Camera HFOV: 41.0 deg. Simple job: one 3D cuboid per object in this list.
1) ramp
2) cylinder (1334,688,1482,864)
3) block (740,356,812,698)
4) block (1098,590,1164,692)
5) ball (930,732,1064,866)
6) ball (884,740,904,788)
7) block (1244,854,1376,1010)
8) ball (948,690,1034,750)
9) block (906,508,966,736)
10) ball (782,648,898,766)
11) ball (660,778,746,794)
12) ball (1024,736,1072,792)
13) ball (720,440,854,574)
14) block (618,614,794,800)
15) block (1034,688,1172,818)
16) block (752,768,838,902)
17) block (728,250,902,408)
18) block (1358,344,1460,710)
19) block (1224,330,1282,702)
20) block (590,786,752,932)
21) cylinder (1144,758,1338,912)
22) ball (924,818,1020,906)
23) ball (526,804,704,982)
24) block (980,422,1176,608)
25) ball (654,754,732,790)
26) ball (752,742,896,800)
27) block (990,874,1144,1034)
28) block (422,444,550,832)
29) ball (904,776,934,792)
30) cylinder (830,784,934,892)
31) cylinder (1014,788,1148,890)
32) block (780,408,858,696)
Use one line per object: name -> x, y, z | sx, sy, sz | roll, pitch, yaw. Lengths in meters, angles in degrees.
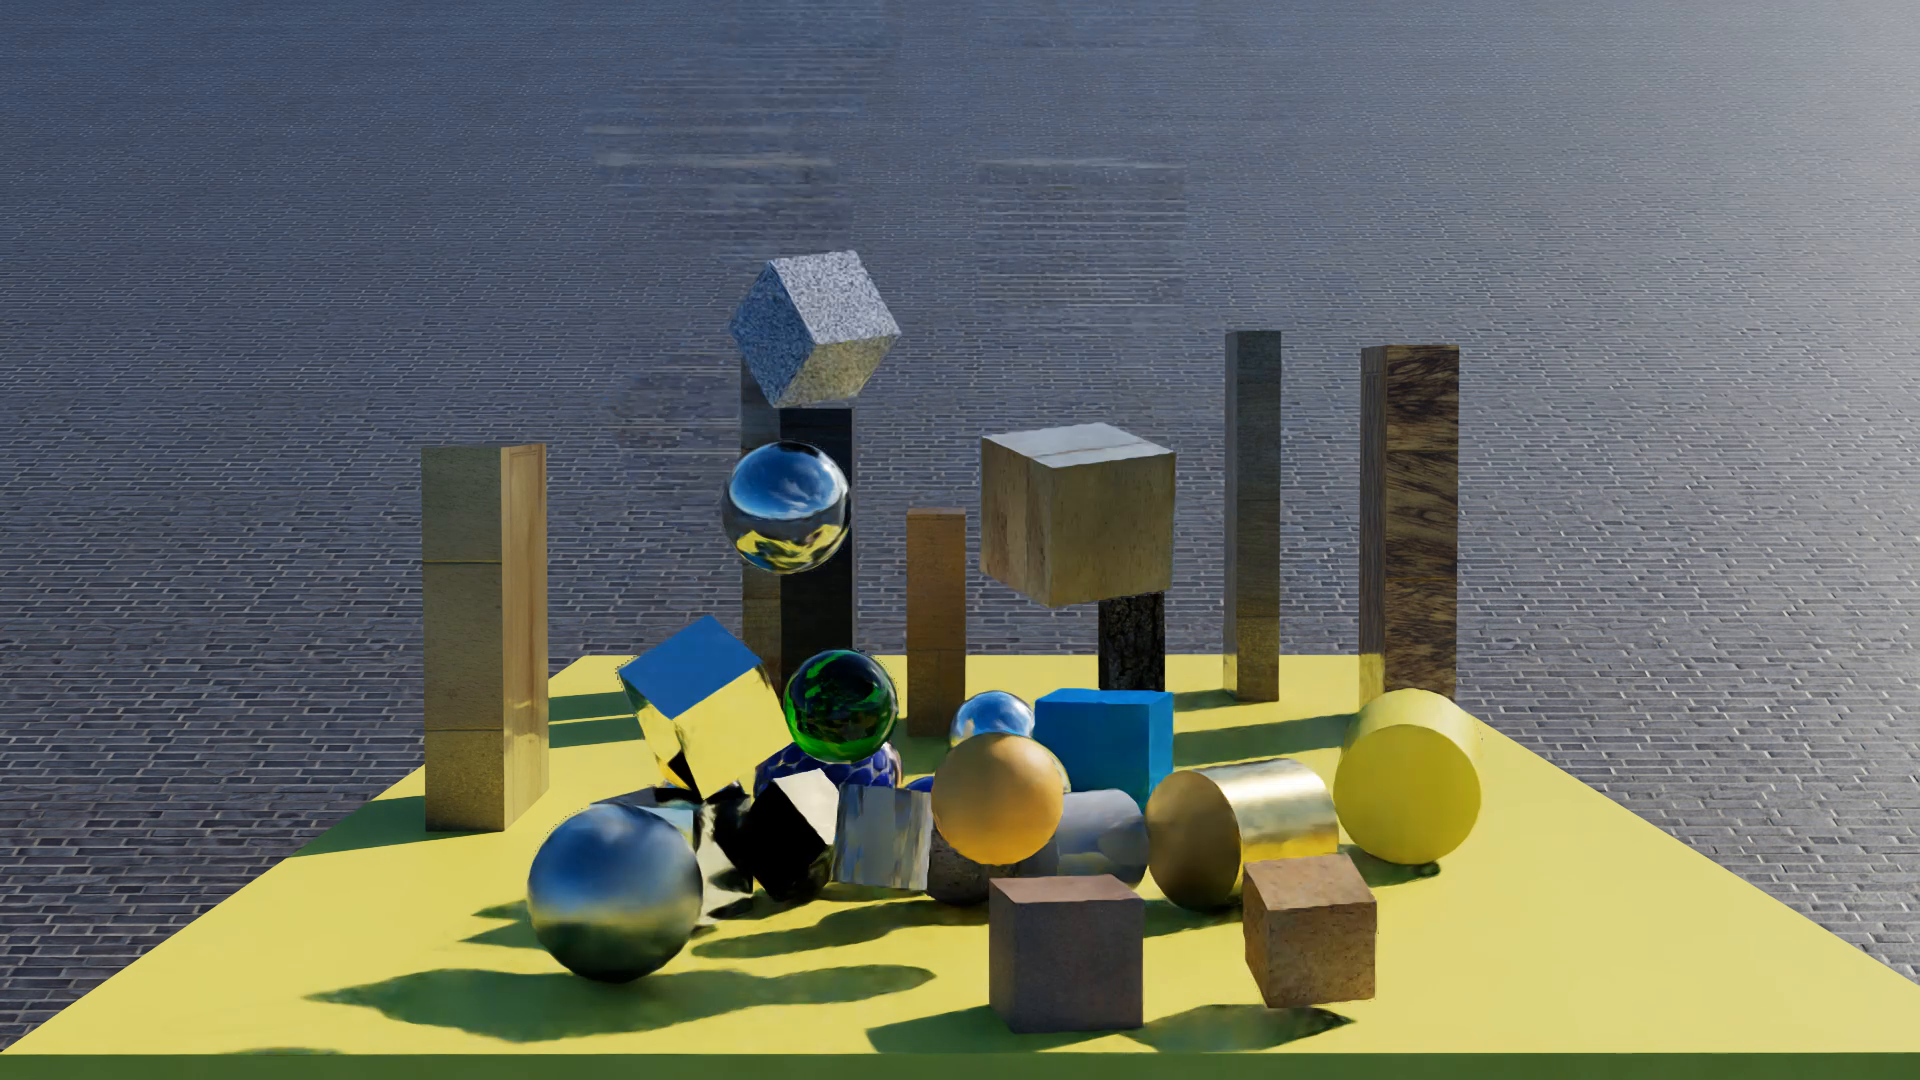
ramp -> 0.050, 0.449, 4.532 | 2.000, 0.100, 4.000 | 0, 3, 0
cylinder -> 0.636, 0.332, 3.637 | 0.201, 0.201, 0.201 | 4, 12, 11
block -> -0.407, -0.037, 5.746 | 0.130, 0.743, 0.382 | 0, 3, 0
block -> 0.329, 0.122, 4.970 | 0.104, 0.507, 0.347 | 0, 3, 0
ball -> 0.043, 0.299, 2.974 | 0.155, 0.155, 0.155 | 0, 21, 0
ball -> -0.159, 0.358, 3.940 | 0.145, 0.145, 0.145 | 0, 21, 0
block -> 0.367, 0.410, 2.705 | 0.113, 0.113, 0.113 | -4, 19, -6
ball -> 0.059, 0.332, 4.335 | 0.156, 0.156, 0.156 | 0, 21, 0
block -> -0.046, 0.156, 5.077 | 0.113, 0.428, 0.312 | 0, 3, 0
ball -> -0.153, 0.213, 3.281 | 0.149, 0.149, 0.149 | 0, 21, 0
ball -> -0.369, 0.380, 3.658 | 0.132, 0.132, 0.132 | 0, 21, 0
ball -> 0.070, 0.361, 3.610 | 0.175, 0.175, 0.175 | 0, 21, 0
ball -> -0.193, -0.036, 2.868 | 0.148, 0.148, 0.148 | 0, 21, 0
block -> -0.299, 0.196, 3.029 | 0.129, 0.129, 0.129 | -33, 40, -19
block -> 0.226, 0.335, 4.027 | 0.181, 0.181, 0.181 | 1, 3, 16
block -> -0.210, 0.383, 3.338 | 0.113, 0.113, 0.113 | 48, 23, 18
block -> -0.169, -0.243, 2.970 | 0.122, 0.122, 0.122 | -12, 63, -39
block -> 0.894, -0.010, 5.140 | 0.139, 0.751, 0.325 | 0, 3, 0
block -> 0.637, -0.056, 5.619 | 0.092, 0.793, 0.258 | 0, 3, 0
block -> -0.360, 0.396, 3.211 | 0.147, 0.147, 0.147 | 1, 3, 24
cylinder -> 0.359, 0.376, 3.295 | 0.178, 0.178, 0.178 | -3, 18, -40
ball -> 0.003, 0.390, 3.275 | 0.151, 0.151, 0.151 | 0, 21, 0
ball -> -0.382, 0.391, 2.850 | 0.195, 0.195, 0.195 | 0, 21, 0
block -> 0.142, -0.033, 3.129 | 0.171, 0.171, 0.171 | -8, 18, -27
ball -> -0.343, 0.274, 3.409 | 0.126, 0.126, 0.126 | 0, 21, 0
ball -> -0.191, 0.346, 3.629 | 0.202, 0.202, 0.202 | 0, 21, 0
block -> 0.109, 0.430, 2.682 | 0.134, 0.134, 0.134 | -1, 3, -10
block -> -0.741, 0.138, 4.041 | 0.118, 0.574, 0.424 | 0, 3, 0
ball -> -0.030, 0.386, 3.446 | 0.142, 0.142, 0.142 | 0, 21, 0
cylinder -> -0.095, 0.365, 3.145 | 0.118, 0.118, 0.118 | 6, -9, 1
cylinder -> 0.147, 0.395, 3.317 | 0.138, 0.138, 0.138 | -2, 19, -31
block -> -0.291, 0.041, 5.349 | 0.145, 0.629, 0.289 | 0, 3, 0
